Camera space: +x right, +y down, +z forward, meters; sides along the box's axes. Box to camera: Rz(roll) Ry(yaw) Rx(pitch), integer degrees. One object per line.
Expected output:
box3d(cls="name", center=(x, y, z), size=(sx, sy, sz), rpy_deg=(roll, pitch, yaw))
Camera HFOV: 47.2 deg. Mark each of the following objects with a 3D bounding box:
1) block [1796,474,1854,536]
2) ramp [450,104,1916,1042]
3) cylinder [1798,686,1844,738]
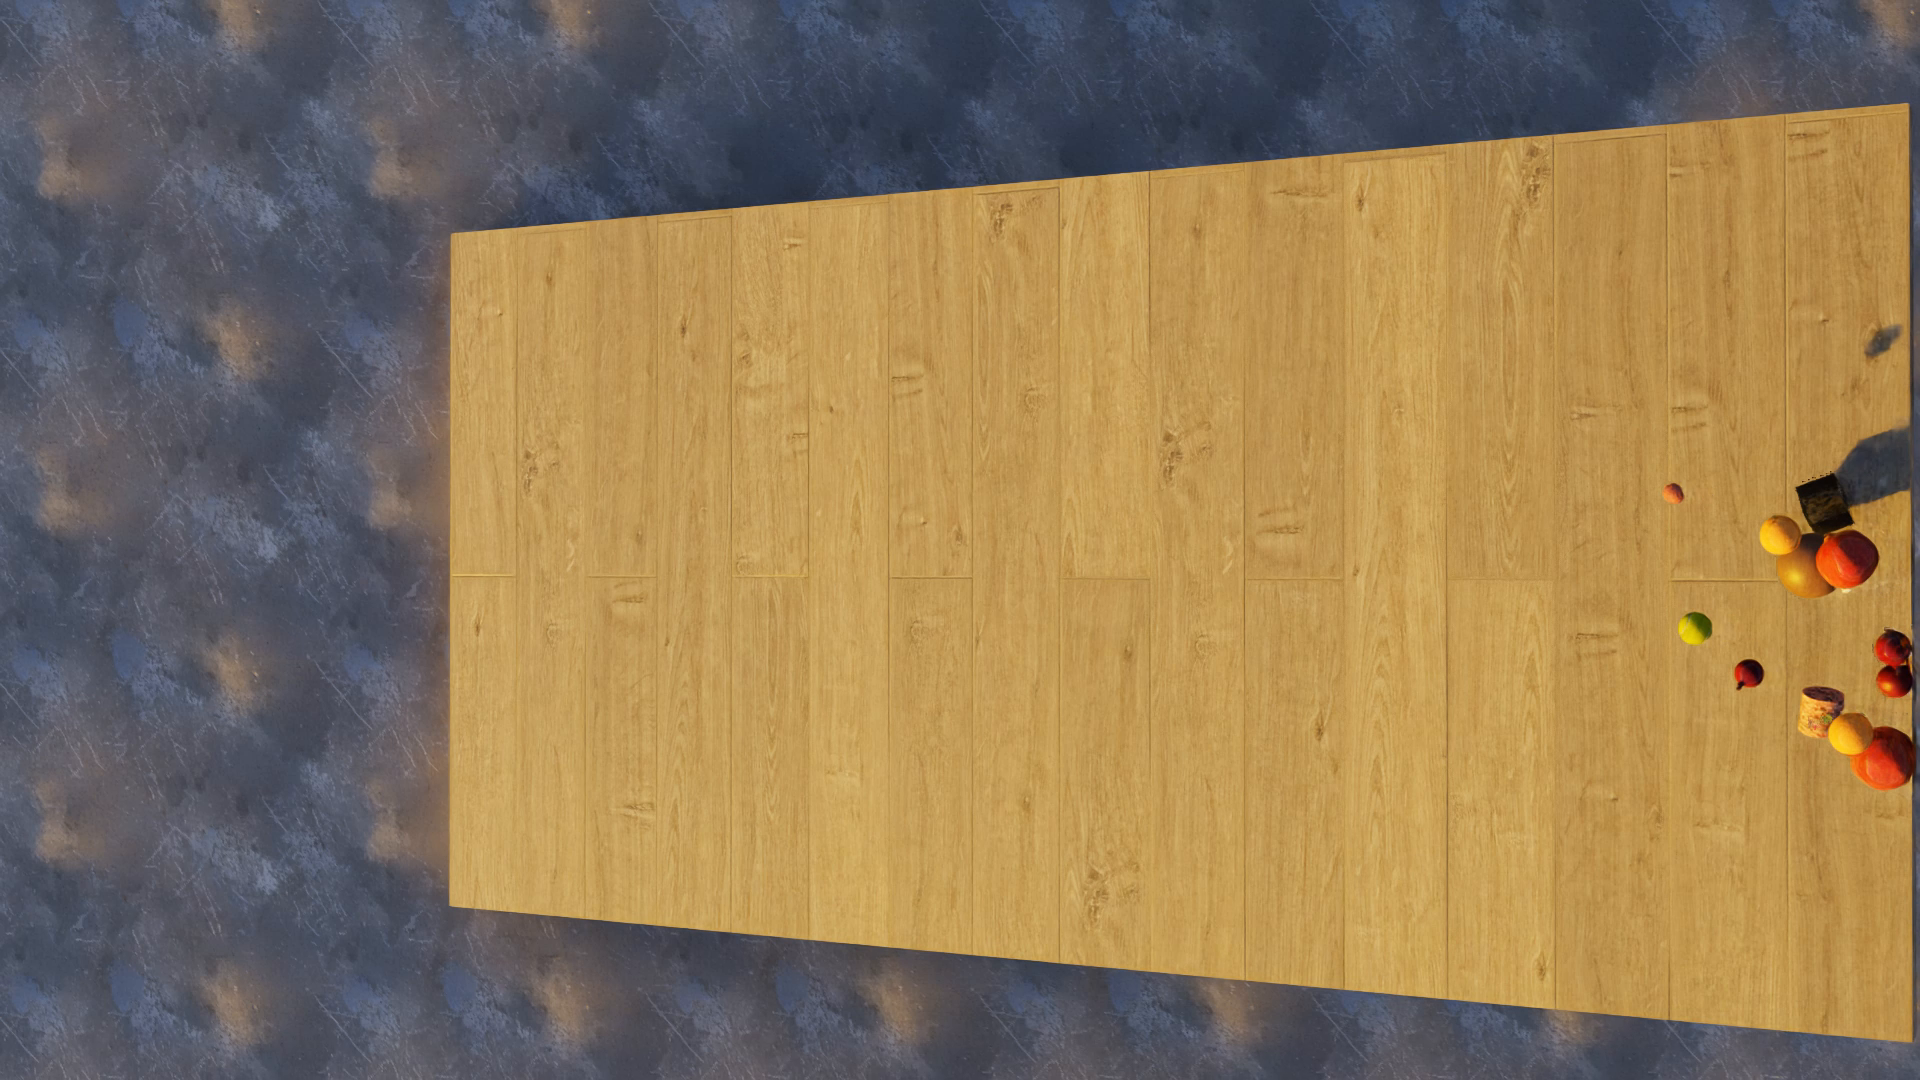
box3d(cls="block", center=(1.852, -0.074, 4.707), size=(0.082, 0.082, 0.082), rpy_deg=(-23, 45, 26))
box3d(cls="ramp", center=(0.277, 0.078, 5.655), size=(4.000, 0.100, 2.000), rpy_deg=(0, 89, 28))
box3d(cls="cylinder", center=(1.676, 0.335, 4.278), size=(0.077, 0.077, 0.077), rpy_deg=(-1, 109, 0))
